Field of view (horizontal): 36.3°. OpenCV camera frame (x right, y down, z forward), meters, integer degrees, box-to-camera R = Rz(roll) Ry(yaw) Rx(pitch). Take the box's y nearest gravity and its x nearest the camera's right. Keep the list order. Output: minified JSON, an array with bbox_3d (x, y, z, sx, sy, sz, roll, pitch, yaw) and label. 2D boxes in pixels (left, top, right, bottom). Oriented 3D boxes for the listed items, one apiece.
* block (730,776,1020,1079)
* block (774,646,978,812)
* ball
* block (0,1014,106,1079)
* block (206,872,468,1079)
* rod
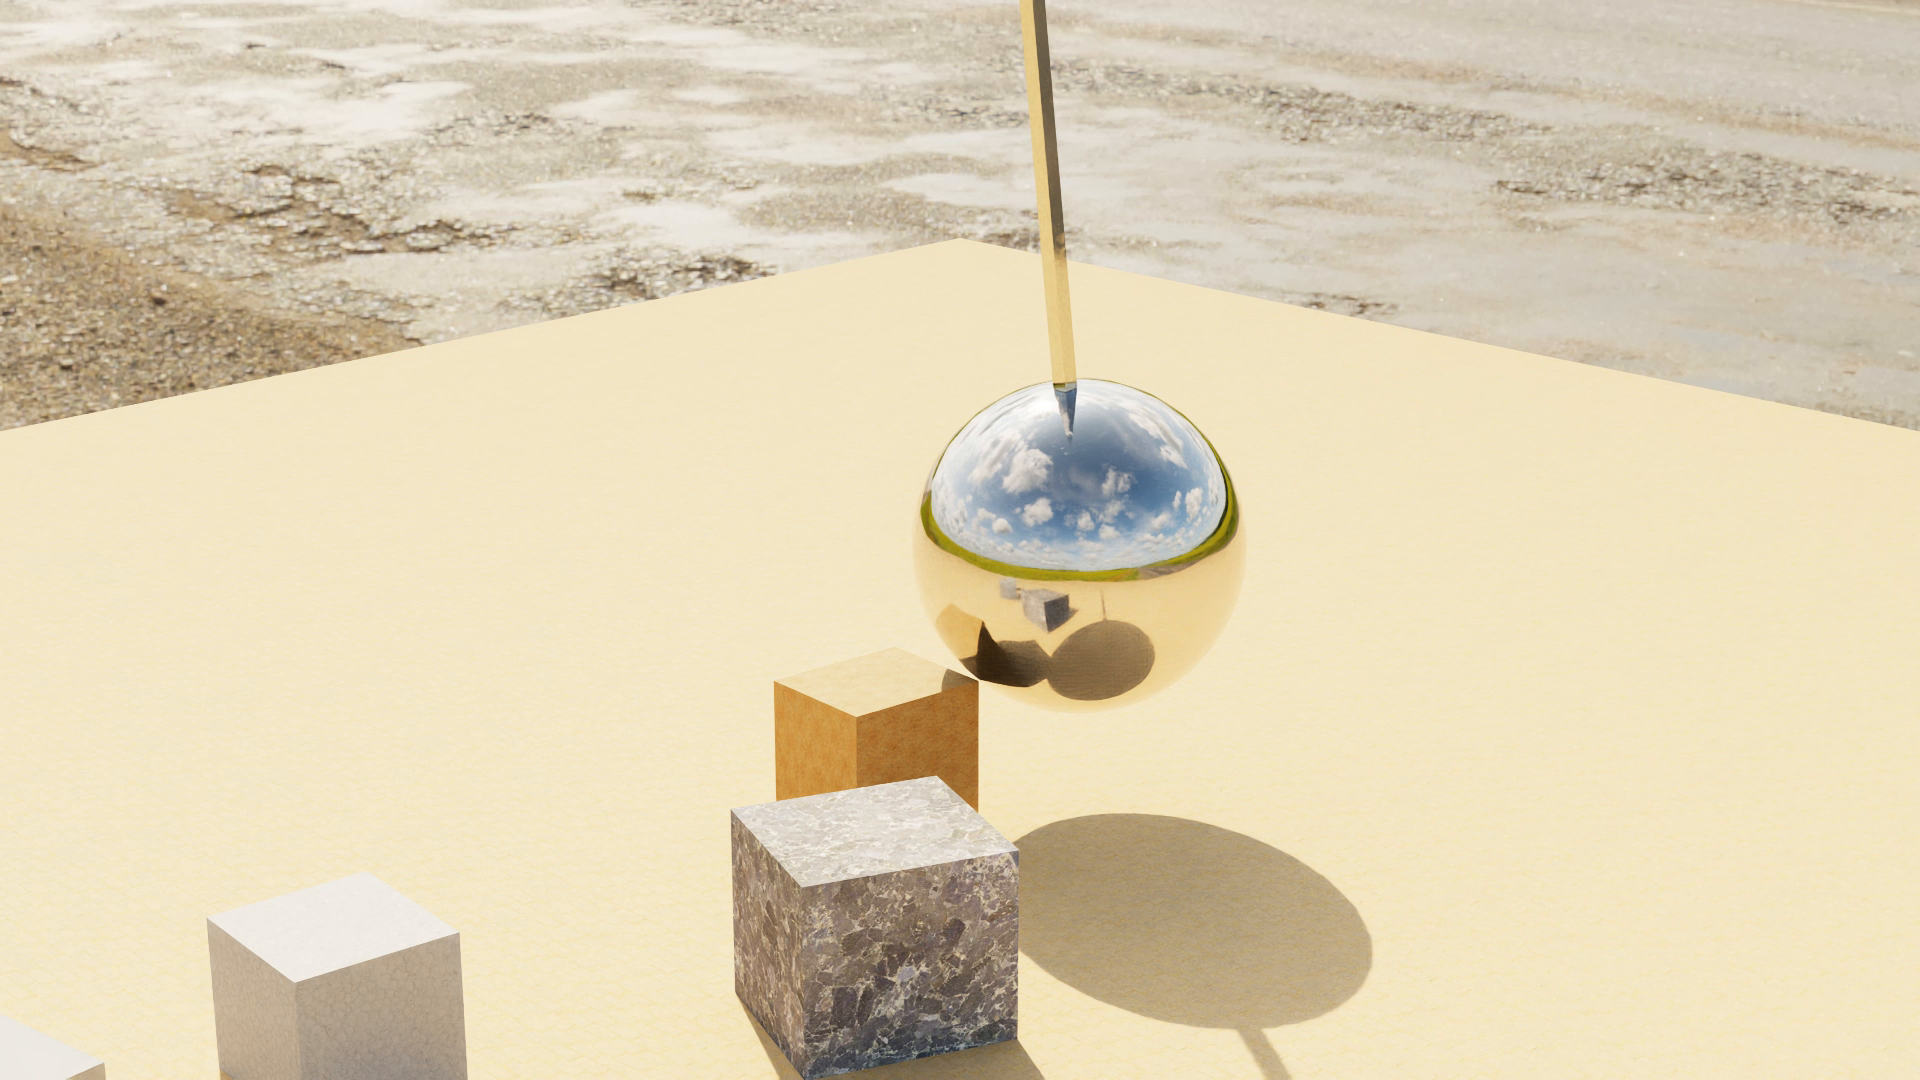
[{"bbox_3d":[-0.355,1.565,11.979,0.919,0.832,0.853,-7,19,-22],"label":"block"},{"bbox_3d":[-0.396,1.003,13.975,0.739,0.707,0.631,-14,22,-38],"label":"block"},{"bbox_3d":[0.565,0.027,13.943,1.600,1.600,1.600,0,17,0],"label":"ball"},{"bbox_3d":[-3.427,2.154,10.414,0.624,0.646,0.535,13,22,36],"label":"block"},{"bbox_3d":[-2.441,1.808,11.500,0.701,0.655,0.745,-14,22,-37],"label":"block"},{"bbox_3d":[0.245,-3.092,12.627,0.080,5.200,0.080,17,32,42],"label":"rod"}]
